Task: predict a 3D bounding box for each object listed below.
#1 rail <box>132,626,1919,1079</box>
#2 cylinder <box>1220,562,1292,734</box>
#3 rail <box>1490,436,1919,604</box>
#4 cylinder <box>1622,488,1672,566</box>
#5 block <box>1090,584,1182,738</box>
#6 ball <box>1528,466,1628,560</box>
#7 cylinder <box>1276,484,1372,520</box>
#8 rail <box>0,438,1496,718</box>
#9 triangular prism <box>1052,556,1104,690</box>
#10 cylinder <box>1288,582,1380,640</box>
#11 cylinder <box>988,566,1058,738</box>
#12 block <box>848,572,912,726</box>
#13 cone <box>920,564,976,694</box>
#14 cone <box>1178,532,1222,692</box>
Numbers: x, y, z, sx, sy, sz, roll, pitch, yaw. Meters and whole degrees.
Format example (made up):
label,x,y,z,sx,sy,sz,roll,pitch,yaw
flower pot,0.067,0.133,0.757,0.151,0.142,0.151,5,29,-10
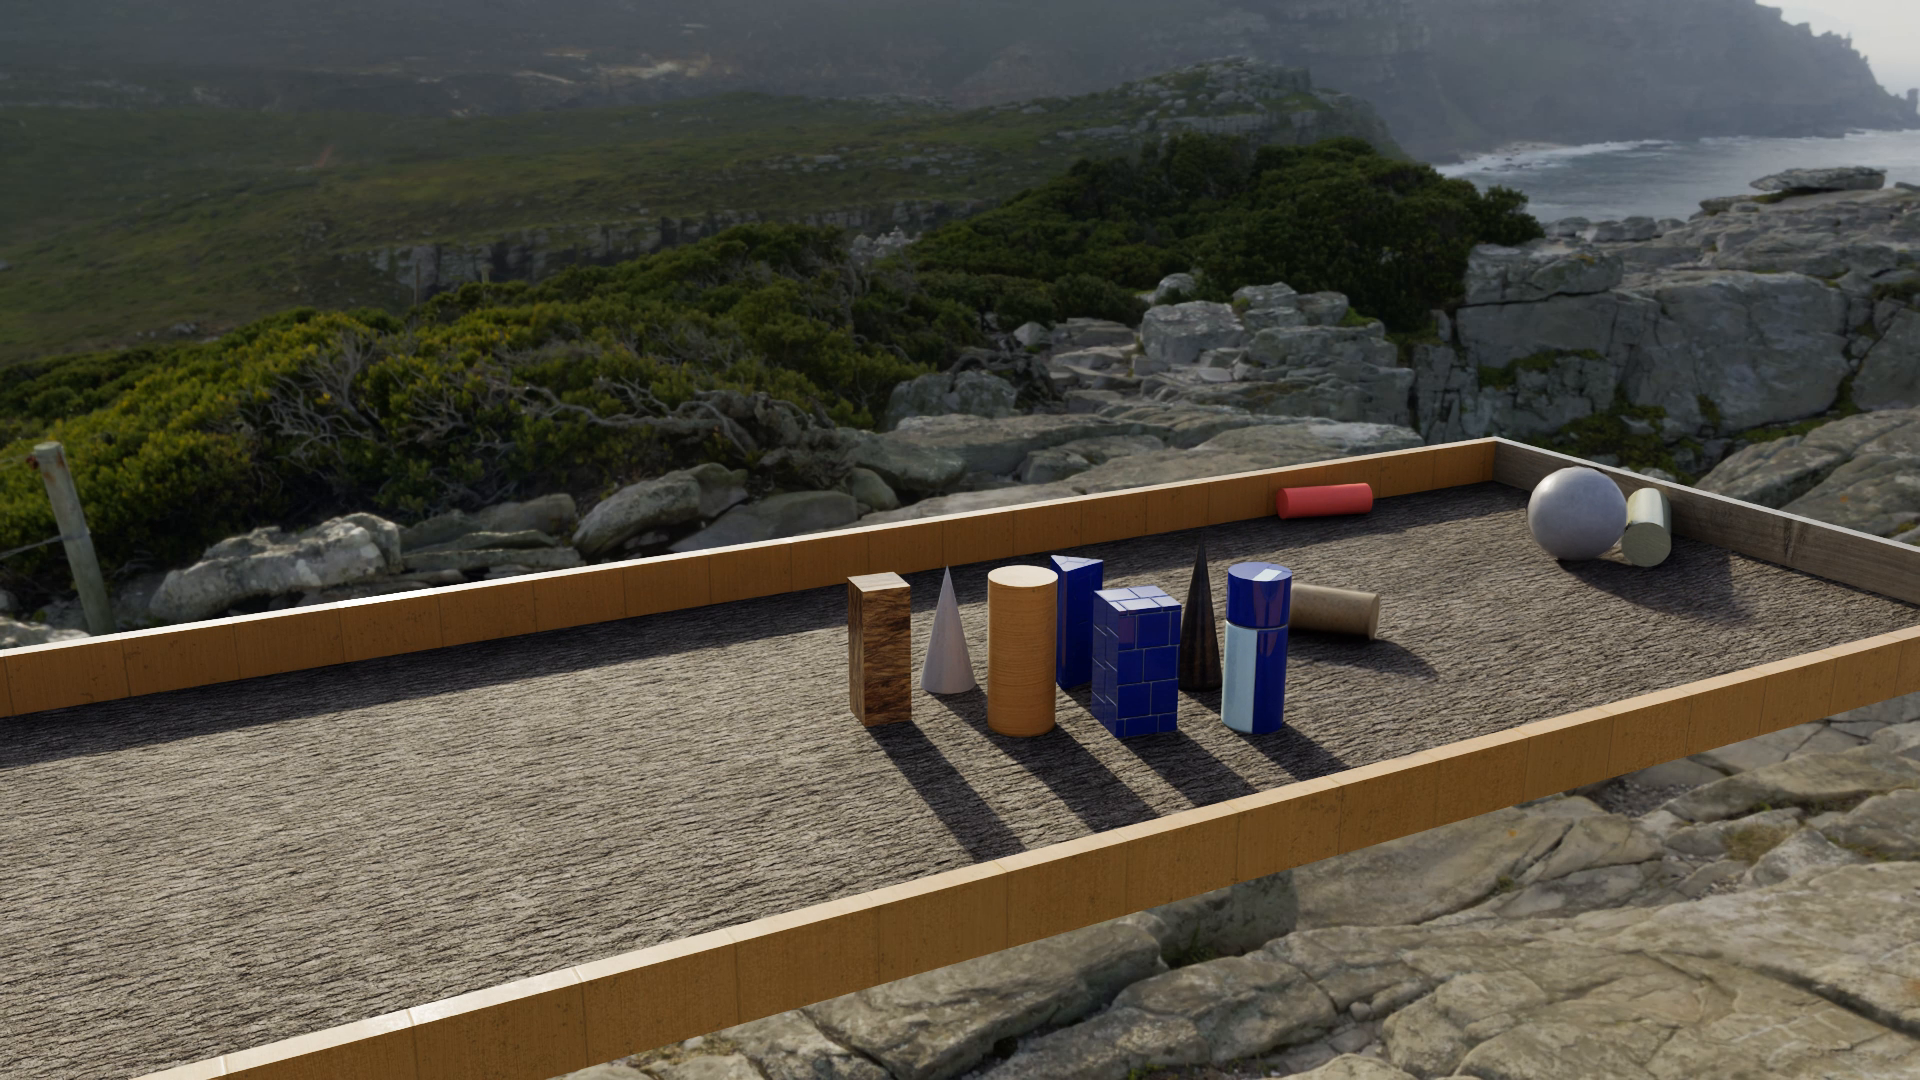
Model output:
label,x,y,z,sx,sy,sz,roll,pitch,yaw
rail,-2.336,1.006,1.665,12.000,0.150,0.050,-9,18,-27
cylinder,0.689,0.251,3.842,0.145,0.372,0.145,0,16,0
rail,2.466,-0.048,5.253,0.050,0.150,2.100,-9,18,-27
cylinder,2.190,-0.045,5.254,0.143,0.143,0.447,7,18,22
block,0.409,0.281,3.851,0.154,0.309,0.154,-5,17,-17
ball,1.914,-0.082,5.118,0.292,0.292,0.292,0,16,0
cylinder,1.241,-0.132,5.620,0.308,0.104,0.104,-4,17,-13
rail,-3.305,0.497,3.399,12.000,0.150,0.050,-9,18,-27
triangular prism,0.267,0.199,4.130,0.132,0.309,0.114,-14,21,-39
cylinder,0.944,0.186,4.499,0.369,0.126,0.126,8,18,25
cylinder,0.144,0.257,3.832,0.160,0.365,0.160,0,16,0
block,-0.190,0.257,3.889,0.116,0.334,0.116,-6,18,-21
cone,-0.031,0.209,4.090,0.143,0.313,0.143,0,16,0
cone,0.592,0.165,4.084,0.136,0.401,0.136,0,16,0
